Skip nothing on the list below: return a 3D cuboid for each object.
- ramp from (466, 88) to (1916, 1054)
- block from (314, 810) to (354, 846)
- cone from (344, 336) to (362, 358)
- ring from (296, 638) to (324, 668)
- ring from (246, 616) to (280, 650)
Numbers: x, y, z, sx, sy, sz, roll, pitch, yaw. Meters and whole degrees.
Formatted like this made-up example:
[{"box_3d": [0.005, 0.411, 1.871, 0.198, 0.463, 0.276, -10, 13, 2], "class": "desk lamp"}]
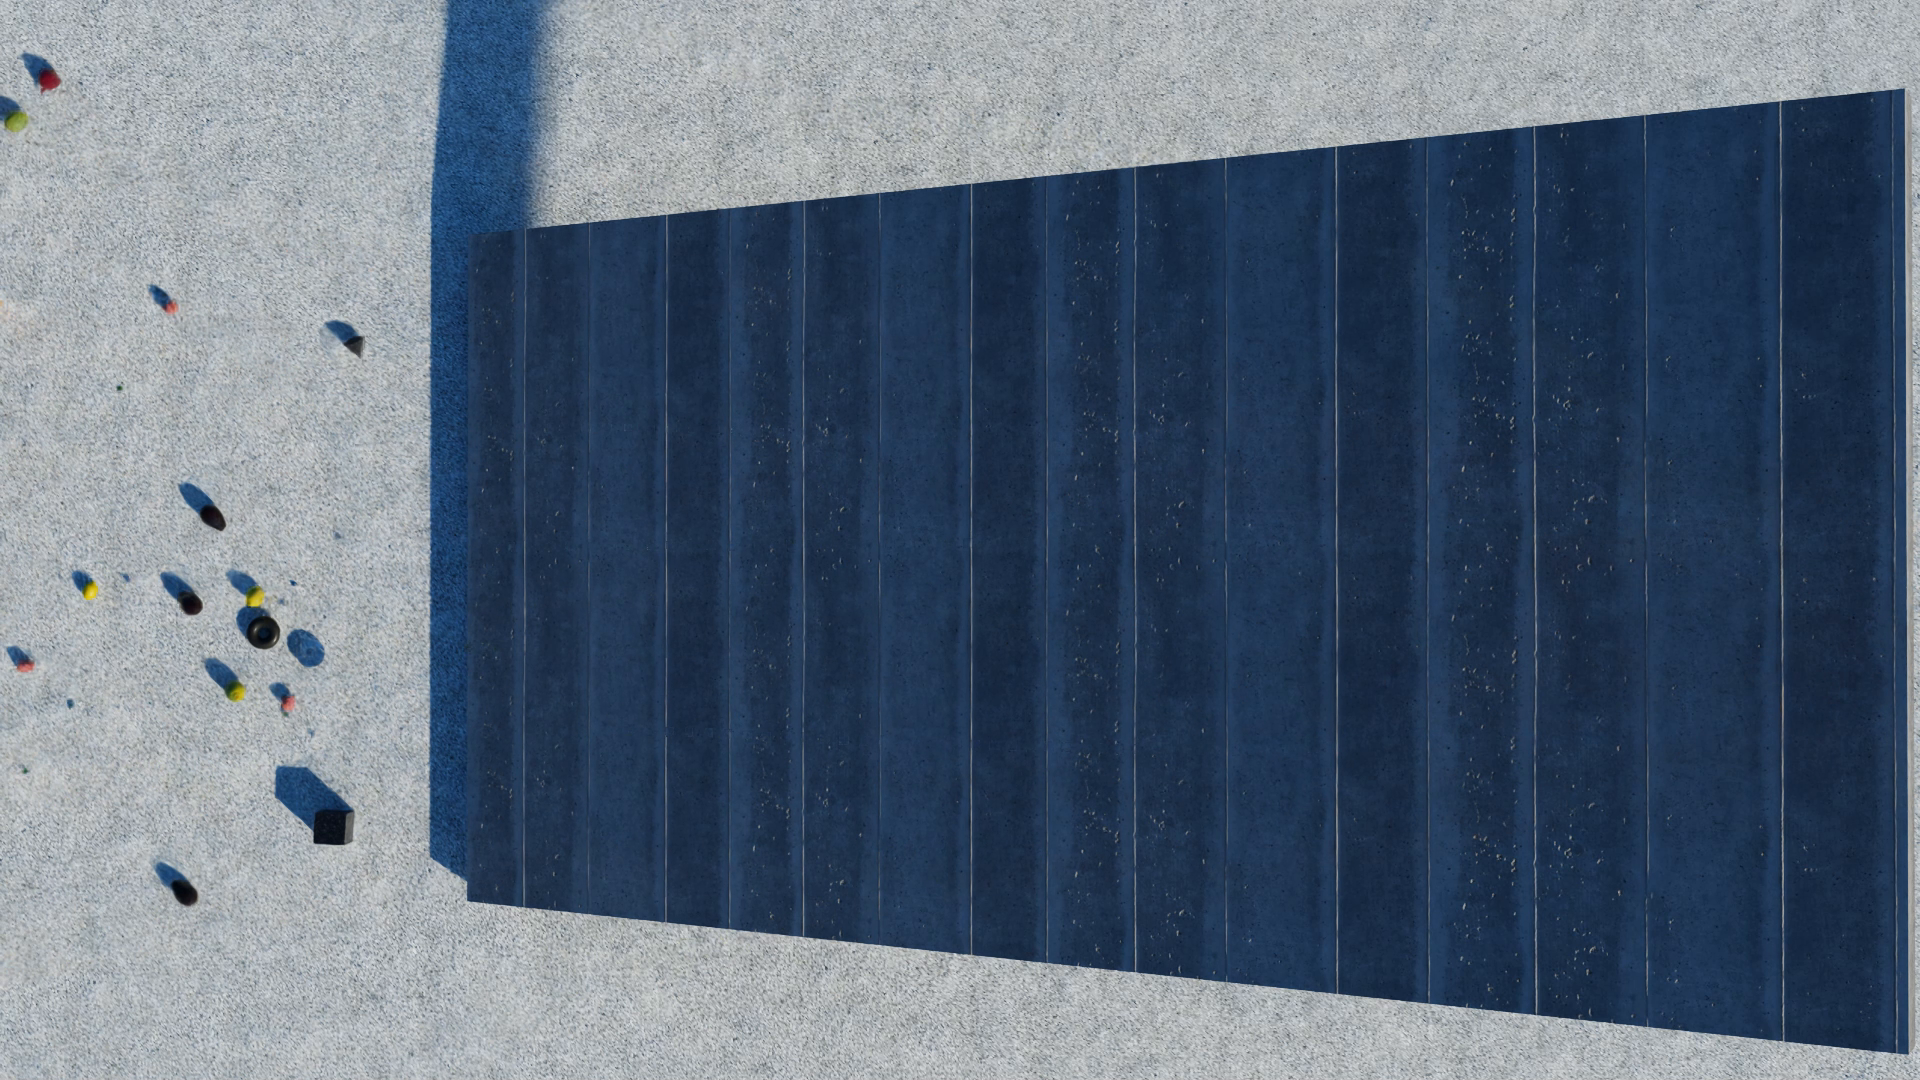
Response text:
[{"box_3d": [0.267, 0.074, 5.617, 4.000, 0.100, 2.000, 0, 89, 31], "class": "ramp"}, {"box_3d": [-1.887, 0.866, 6.629, 0.093, 0.093, 0.093, 3, 89, 0], "class": "block"}, {"box_3d": [-1.831, -0.576, 6.676, 0.061, 0.061, 0.061, -17, 116, 0], "class": "cone"}, {"box_3d": [-1.969, 0.343, 6.666, 0.088, 0.029, 0.088, 0, 88, 1], "class": "ring"}, {"box_3d": [-2.111, 0.282, 6.665, 0.102, 0.034, 0.102, 0, 88, 1], "class": "ring"}]
